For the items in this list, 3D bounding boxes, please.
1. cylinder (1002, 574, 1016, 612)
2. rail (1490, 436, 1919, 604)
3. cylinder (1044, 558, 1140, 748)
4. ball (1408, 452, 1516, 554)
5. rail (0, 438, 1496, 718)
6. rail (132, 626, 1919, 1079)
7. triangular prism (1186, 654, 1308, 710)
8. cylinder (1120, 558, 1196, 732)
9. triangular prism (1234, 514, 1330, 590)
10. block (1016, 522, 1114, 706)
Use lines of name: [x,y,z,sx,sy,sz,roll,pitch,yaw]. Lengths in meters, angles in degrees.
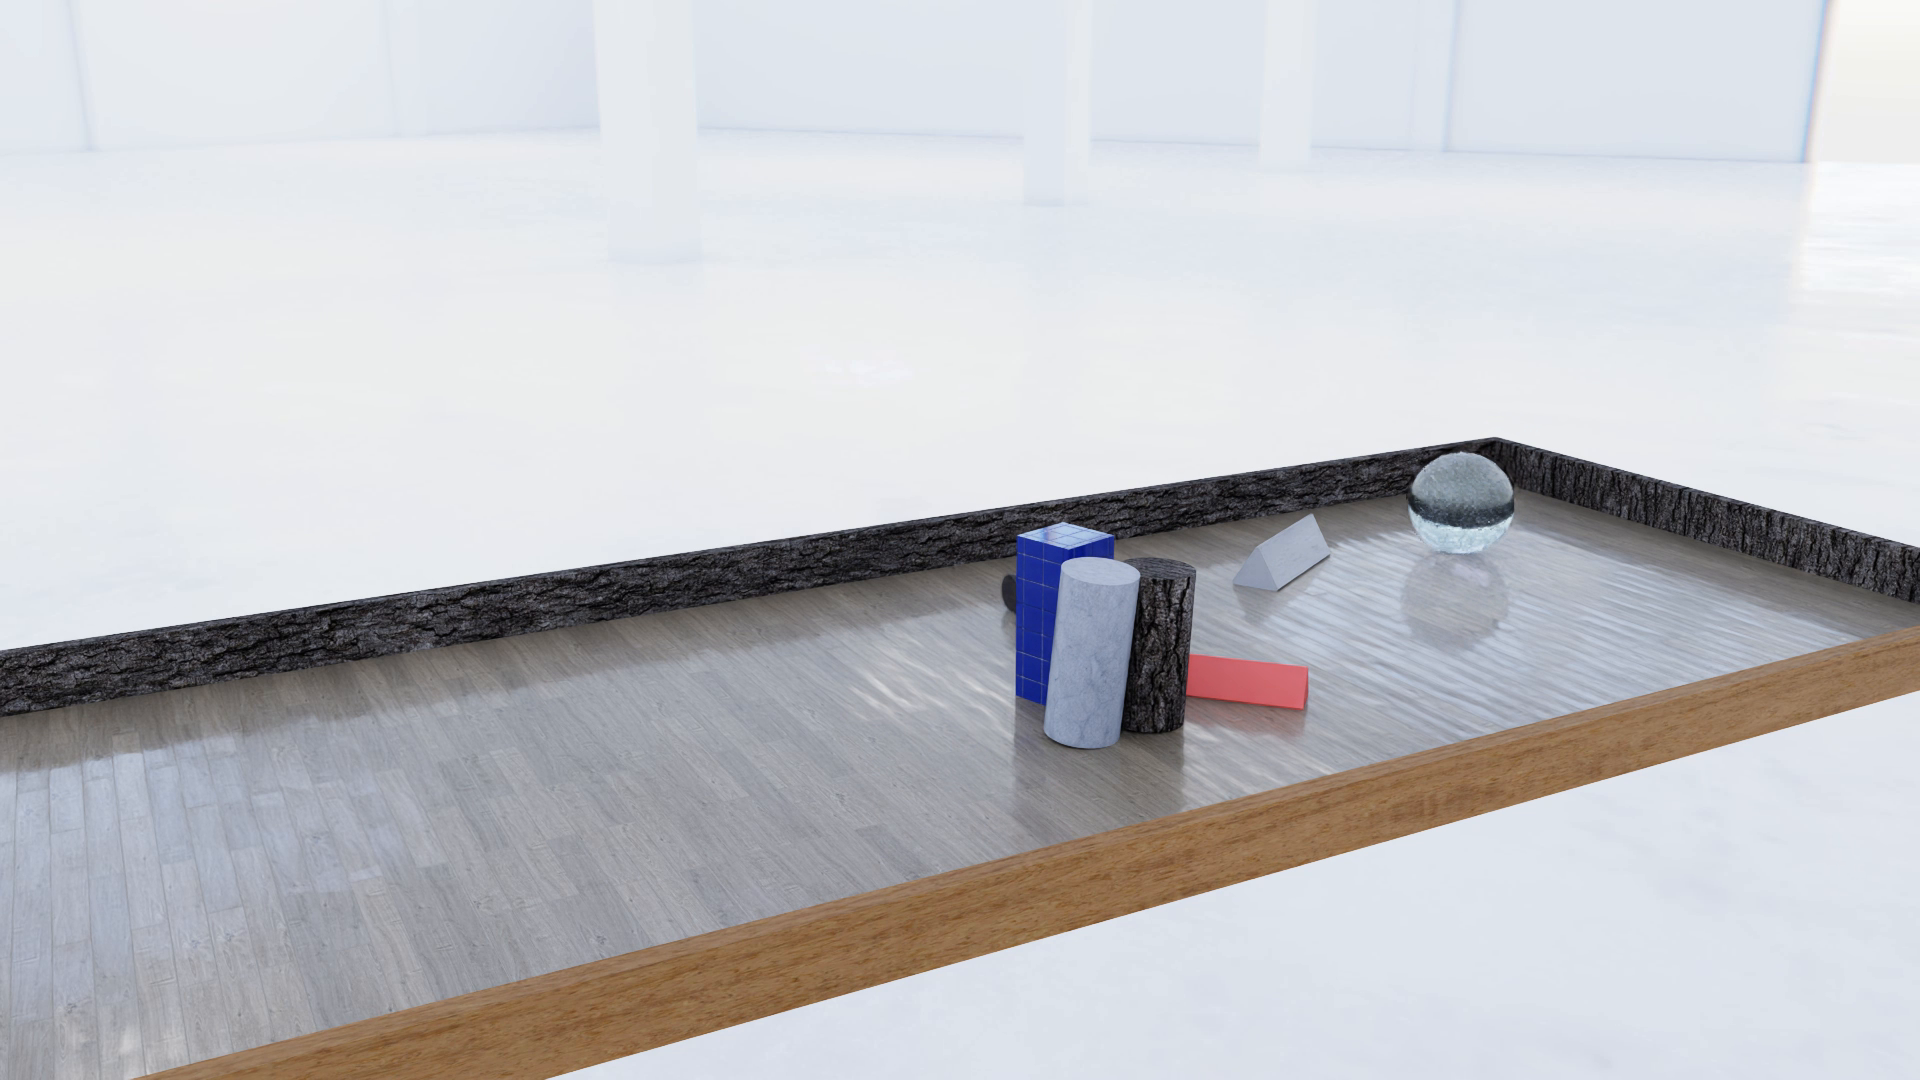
cylinder: [0.278,0.132,4.724,0.304,0.102,0.102,-8,18,-25]
rail: [2.466,-0.048,5.253,0.050,0.150,2.100,-9,18,-27]
cylinder: [0.298,0.256,3.753,0.178,0.397,0.178,5,19,-2]
ball: [1.573,-0.116,5.177,0.322,0.322,0.322,0,16,0]
rail: [-3.305,0.497,3.399,12.000,0.150,0.050,-9,18,-27]
rail: [-2.336,1.006,1.665,12.000,0.150,0.050,-9,18,-27]
triangular prism: [0.628,0.330,4.063,0.447,0.090,0.104,5,17,18]
cylinder: [0.447,0.244,3.855,0.179,0.371,0.179,2,15,-1]
triangular prism: [0.989,0.027,5.033,0.142,0.123,0.434,11,19,31]
block: [0.253,0.185,3.998,0.165,0.409,0.165,-16,23,-43]
